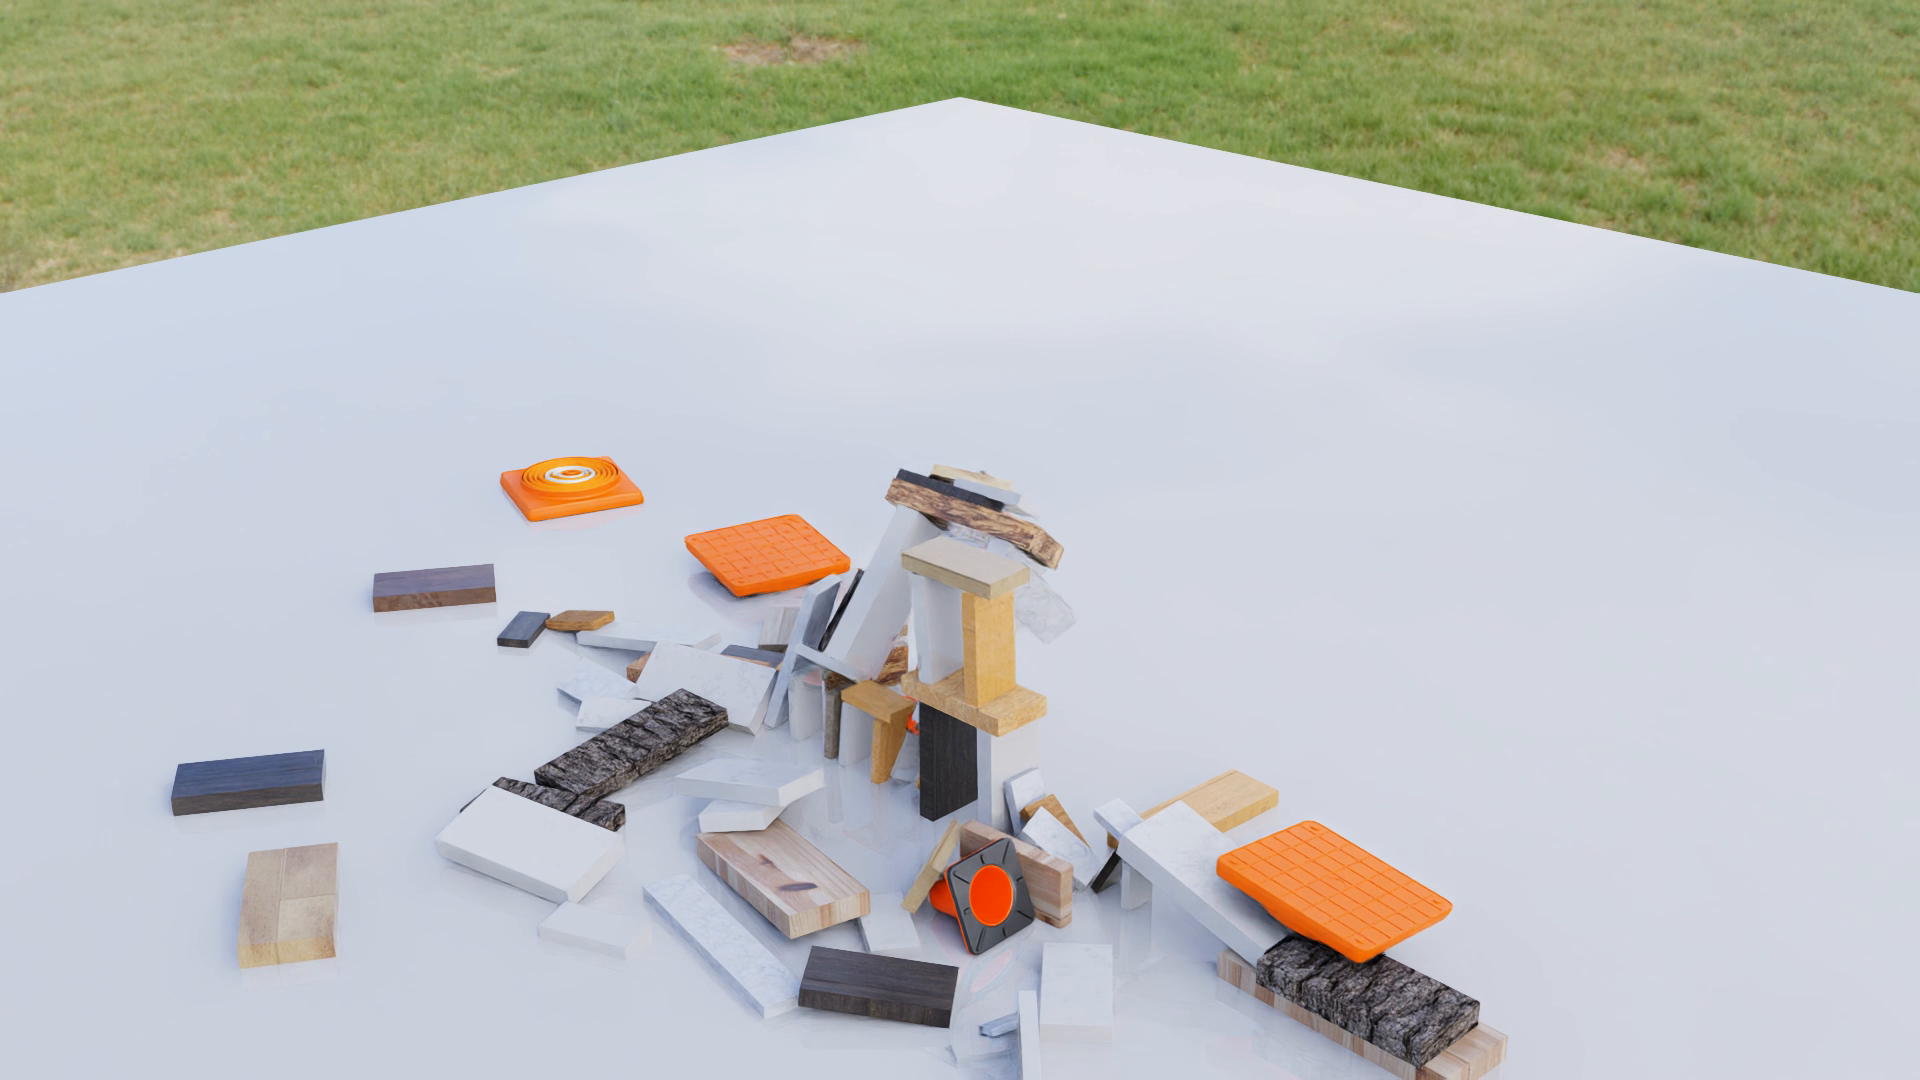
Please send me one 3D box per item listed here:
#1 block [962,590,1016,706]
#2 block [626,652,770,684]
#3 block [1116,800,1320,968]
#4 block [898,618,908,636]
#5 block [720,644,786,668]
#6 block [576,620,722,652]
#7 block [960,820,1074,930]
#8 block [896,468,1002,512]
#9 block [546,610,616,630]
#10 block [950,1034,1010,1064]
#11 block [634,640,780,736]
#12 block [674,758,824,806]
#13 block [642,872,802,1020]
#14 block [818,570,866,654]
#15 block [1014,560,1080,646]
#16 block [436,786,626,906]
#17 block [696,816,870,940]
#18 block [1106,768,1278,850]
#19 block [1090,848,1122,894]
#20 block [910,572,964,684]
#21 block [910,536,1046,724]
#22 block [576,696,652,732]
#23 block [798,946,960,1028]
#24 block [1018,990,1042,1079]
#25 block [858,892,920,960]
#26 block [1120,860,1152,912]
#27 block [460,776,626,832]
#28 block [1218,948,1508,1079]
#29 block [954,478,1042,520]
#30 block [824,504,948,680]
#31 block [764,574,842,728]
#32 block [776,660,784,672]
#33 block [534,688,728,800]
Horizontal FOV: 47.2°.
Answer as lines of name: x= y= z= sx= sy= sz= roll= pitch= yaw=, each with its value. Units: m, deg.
block: x=0.056 y=0.194 z=4.224 sx=0.032 sy=0.228 sz=0.114 roll=16 pitch=28 yaw=39
block: x=-0.590 y=0.302 z=4.973 sx=0.292 sy=0.041 sz=0.146 roll=8 pitch=22 yaw=24
block: x=0.467 y=0.620 z=3.985 sx=0.340 sy=0.048 sz=0.170 roll=37 pitch=40 yaw=29
block: x=-0.181 y=0.174 z=5.313 sx=0.105 sy=0.030 sz=0.210 roll=-1 pitch=23 yaw=-2
block: x=-0.464 y=0.286 z=5.053 sx=0.190 sy=0.027 sz=0.095 roll=9 pitch=25 yaw=20
block: x=-0.724 y=0.226 z=5.106 sx=0.370 sy=0.027 sz=0.095 roll=3 pitch=20 yaw=35
block: x=0.104 y=0.626 z=4.128 sx=0.247 sy=0.124 sz=0.035 roll=19 pitch=30 yaw=38
block: x=-0.025 y=-0.094 z=4.671 sx=0.210 sy=0.030 sz=0.105 roll=19 pitch=-9 yaw=25
block: x=-0.905 y=0.191 z=5.239 sx=0.153 sy=0.022 sz=0.076 roll=0 pitch=18 yaw=34
block: x=0.034 y=0.860 z=3.716 sx=0.094 sy=0.013 sz=0.047 roll=-6 pitch=24 yaw=-14
block: x=-0.559 y=0.323 z=4.844 sx=0.314 sy=0.041 sz=0.146 roll=12 pitch=63 yaw=26
block: x=-0.423 y=0.483 z=4.401 sx=0.286 sy=0.037 sz=0.132 roll=1 pitch=14 yaw=38
block: x=-0.431 y=0.732 z=4.003 sx=0.092 sy=0.026 sz=0.471 roll=-15 pitch=27 yaw=-31
block: x=-0.233 y=0.164 z=4.685 sx=0.027 sy=0.193 sz=0.096 roll=24 pitch=-10 yaw=23
block: x=0.152 y=0.129 z=4.455 sx=0.089 sy=0.187 sz=0.025 roll=-38 pitch=34 yaw=11
block: x=-0.830 y=0.590 z=4.247 sx=0.333 sy=0.047 sz=0.167 roll=16 pitch=41 yaw=28
block: x=-0.340 y=0.632 z=4.173 sx=0.167 sy=0.047 sz=0.397 roll=-14 pitch=22 yaw=-29
block: x=0.469 y=0.556 z=4.406 sx=0.371 sy=0.035 sz=0.124 roll=-19 pitch=30 yaw=-38
block: x=0.300 y=0.612 z=4.158 sx=0.066 sy=0.132 sz=0.019 roll=-22 pitch=60 yaw=-41
block: x=-0.041 y=0.156 z=4.312 sx=0.032 sy=0.228 sz=0.114 roll=11 pitch=25 yaw=37
block: x=0.041 y=0.212 z=4.560 sx=0.050 sy=0.411 sz=0.175 roll=20 pitch=-8 yaw=31
block: x=-0.752 y=0.383 z=4.784 sx=0.153 sy=0.022 sz=0.076 roll=4 pitch=54 yaw=9
block: x=-0.141 y=0.780 z=3.841 sx=0.264 sy=0.037 sz=0.132 roll=8 pitch=24 yaw=3
block: x=0.114 y=0.857 z=3.607 sx=0.029 sy=0.104 sz=0.258 roll=0 pitch=23 yaw=0
block: x=-0.135 y=0.712 z=4.050 sx=0.092 sy=0.026 sz=0.184 roll=-5 pitch=23 yaw=-11
block: x=0.333 y=0.624 z=4.121 sx=0.066 sy=0.132 sz=0.019 roll=-20 pitch=30 yaw=-39
block: x=-0.835 y=0.553 z=4.402 sx=0.293 sy=0.042 sz=0.147 roll=10 pitch=25 yaw=21
block: x=0.688 y=0.804 z=3.803 sx=0.170 sy=0.048 sz=0.491 roll=-20 pitch=30 yaw=-39
block: x=0.079 y=-0.087 z=4.633 sx=0.177 sy=0.025 sz=0.089 roll=16 pitch=-10 yaw=37
block: x=-0.154 y=0.113 z=4.650 sx=0.050 sy=0.350 sz=0.175 roll=24 pitch=-7 yaw=26
block: x=-0.340 y=0.241 z=4.735 sx=0.027 sy=0.369 sz=0.096 roll=32 pitch=34 yaw=18
block: x=-0.408 y=0.308 z=4.934 sx=0.055 sy=0.016 sz=0.111 roll=-33 pitch=19 yaw=42
block: x=-0.688 y=0.437 z=4.627 sx=0.147 sy=0.042 sz=0.405 roll=20 pitch=36 yaw=39
